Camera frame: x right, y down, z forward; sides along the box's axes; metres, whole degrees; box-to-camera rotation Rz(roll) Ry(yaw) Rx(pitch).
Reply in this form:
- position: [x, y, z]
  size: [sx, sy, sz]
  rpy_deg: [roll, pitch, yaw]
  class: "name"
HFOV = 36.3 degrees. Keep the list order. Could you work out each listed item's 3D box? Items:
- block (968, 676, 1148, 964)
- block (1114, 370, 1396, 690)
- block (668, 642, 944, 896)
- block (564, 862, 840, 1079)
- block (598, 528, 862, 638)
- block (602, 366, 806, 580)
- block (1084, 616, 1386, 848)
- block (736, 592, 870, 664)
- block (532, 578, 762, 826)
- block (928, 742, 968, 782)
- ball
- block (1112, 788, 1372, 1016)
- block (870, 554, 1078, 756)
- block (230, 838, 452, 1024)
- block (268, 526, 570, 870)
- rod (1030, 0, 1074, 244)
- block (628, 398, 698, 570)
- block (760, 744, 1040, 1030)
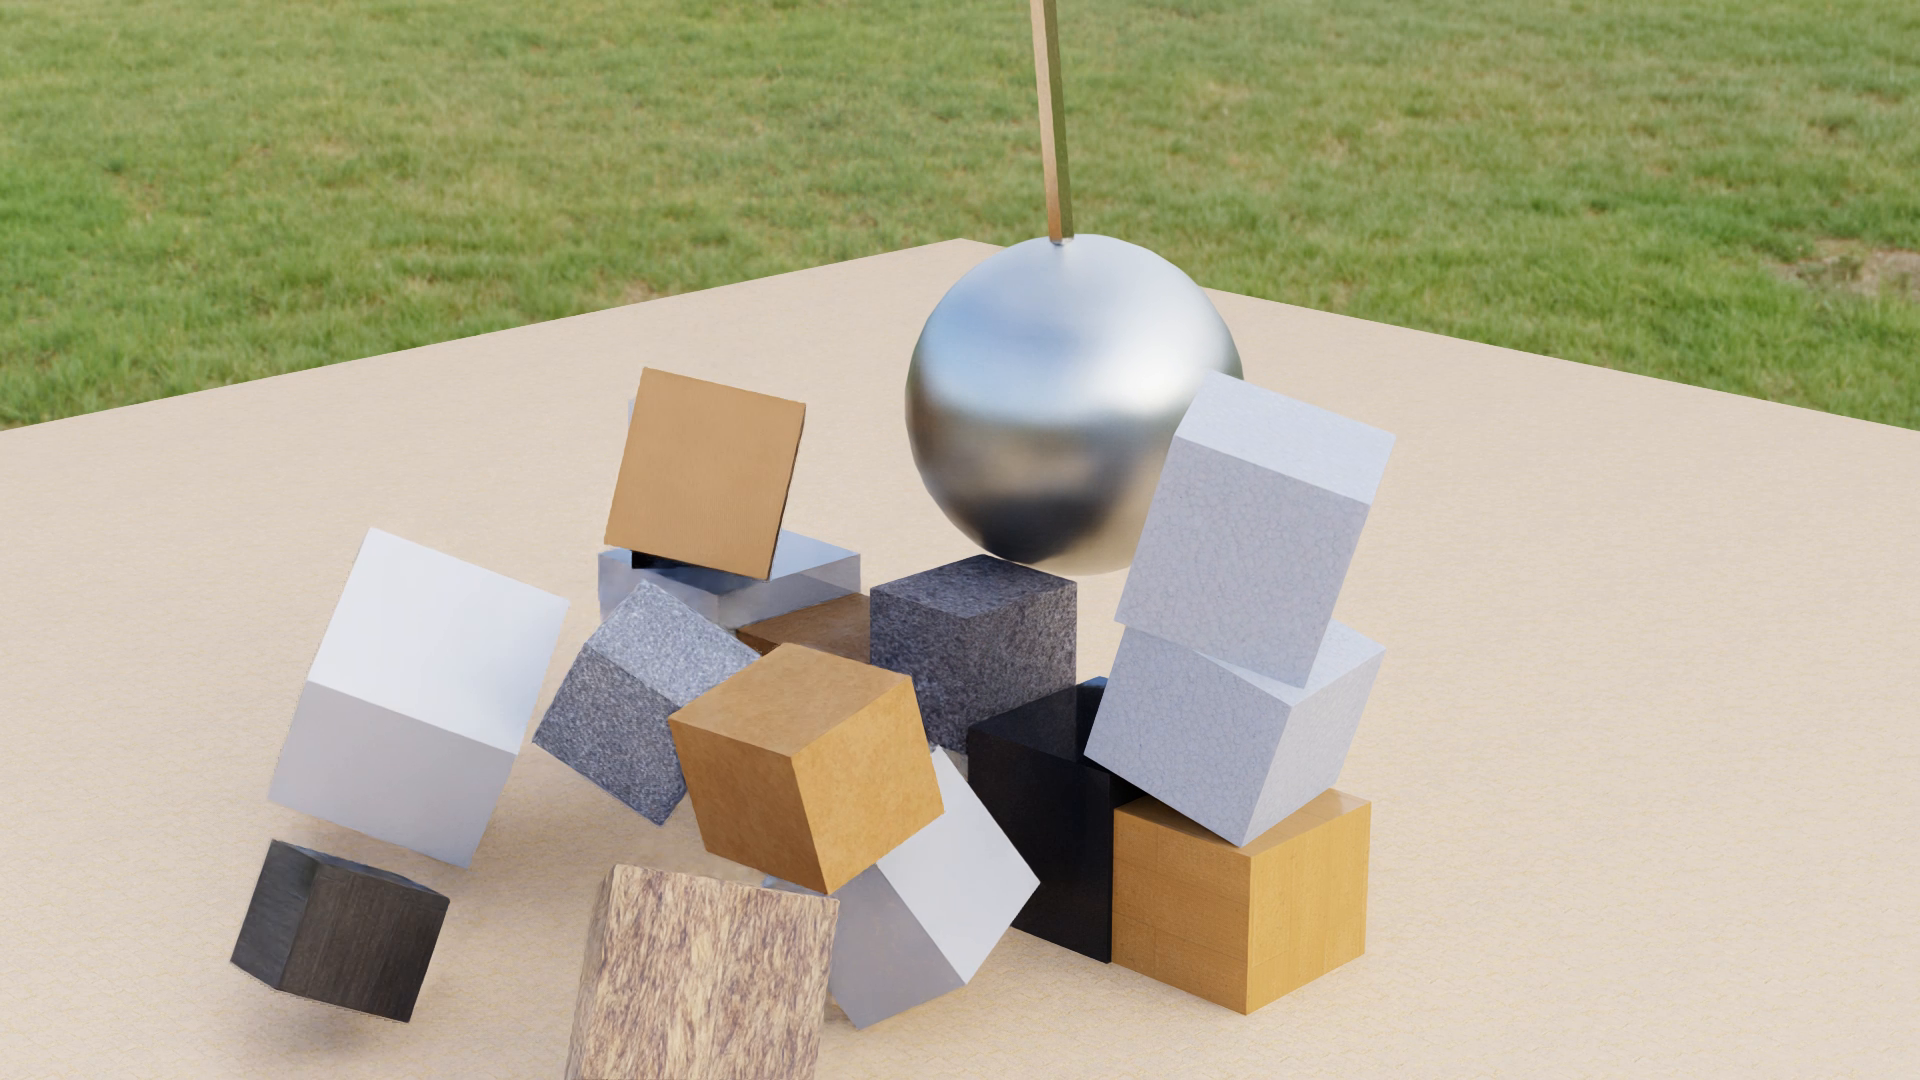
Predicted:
- position: [0.634, 1.220, 13.004]
  size: [0.812, 0.875, 0.885]
  rpy_deg: [16, 23, 41]
  class: "block"
- position: [1.213, -0.053, 12.004]
  size: [0.817, 0.864, 0.772]
  rpy_deg: [20, 27, 7]
  class: "block"
- position: [-0.600, 0.881, 11.476]
  size: [0.729, 0.618, 0.648]
  rpy_deg: [13, 35, 44]
  class: "block"
- position: [-0.966, 1.724, 10.740]
  size: [0.819, 0.859, 0.720]
  rpy_deg: [11, -17, -10]
  class: "block"
- position: [-1.147, 0.579, 14.711]
  size: [0.926, 1.074, 0.924]
  rpy_deg: [-17, 24, -42]
  class: "block"
- position: [-1.179, -0.296, 13.703]
  size: [0.757, 0.823, 0.786]
  rpy_deg: [13, -2, -3]
  class: "block"
- position: [1.157, 0.677, 12.318]
  size: [0.797, 0.696, 0.846]
  rpy_deg: [30, 30, 25]
  class: "block"
- position: [-0.512, 0.849, 14.173]
  size: [0.790, 0.882, 0.791]
  rpy_deg: [-17, 24, -42]
  class: "block"
- position: [-1.354, 0.709, 12.899]
  size: [0.682, 0.621, 0.619]
  rpy_deg: [34, 33, 2]
  class: "block"
- position: [0.062, 1.124, 13.625]
  size: [0.817, 0.686, 0.842]
  rpy_deg: [-17, 24, -42]
  class: "block"
- position: [0.538, -0.630, 13.708]
  size: [1.600, 1.600, 1.600]
  rpy_deg: [0, 17, 0]
  class: "ball"
- position: [1.198, 1.460, 12.516]
  size: [0.735, 0.709, 0.820]
  rpy_deg: [16, 24, 41]
  class: "block"
- position: [0.064, 0.509, 13.368]
  size: [0.607, 0.641, 0.721]
  rpy_deg: [17, 24, 42]
  class: "block"
- position: [-2.501, 1.575, 11.829]
  size: [0.586, 0.521, 0.531]
  rpy_deg: [22, -7, -33]
  class: "block"
- position: [-2.470, 0.729, 13.394]
  size: [0.961, 0.972, 0.921]
  rpy_deg: [21, 47, -9]
  class: "block"
- position: [0.233, -3.756, 12.406]
  size: [0.080, 5.200, 0.080]
  rpy_deg: [17, 31, 42]
  class: "rod"
- position: [-1.303, -0.295, 14.566]
  size: [0.668, 0.682, 0.679]
  rpy_deg: [-2, 18, -6]
  class: "block"
- position: [-0.250, 1.422, 12.012]
  size: [0.630, 0.724, 0.735]
  rpy_deg: [-29, 11, 37]
  class: "block"
